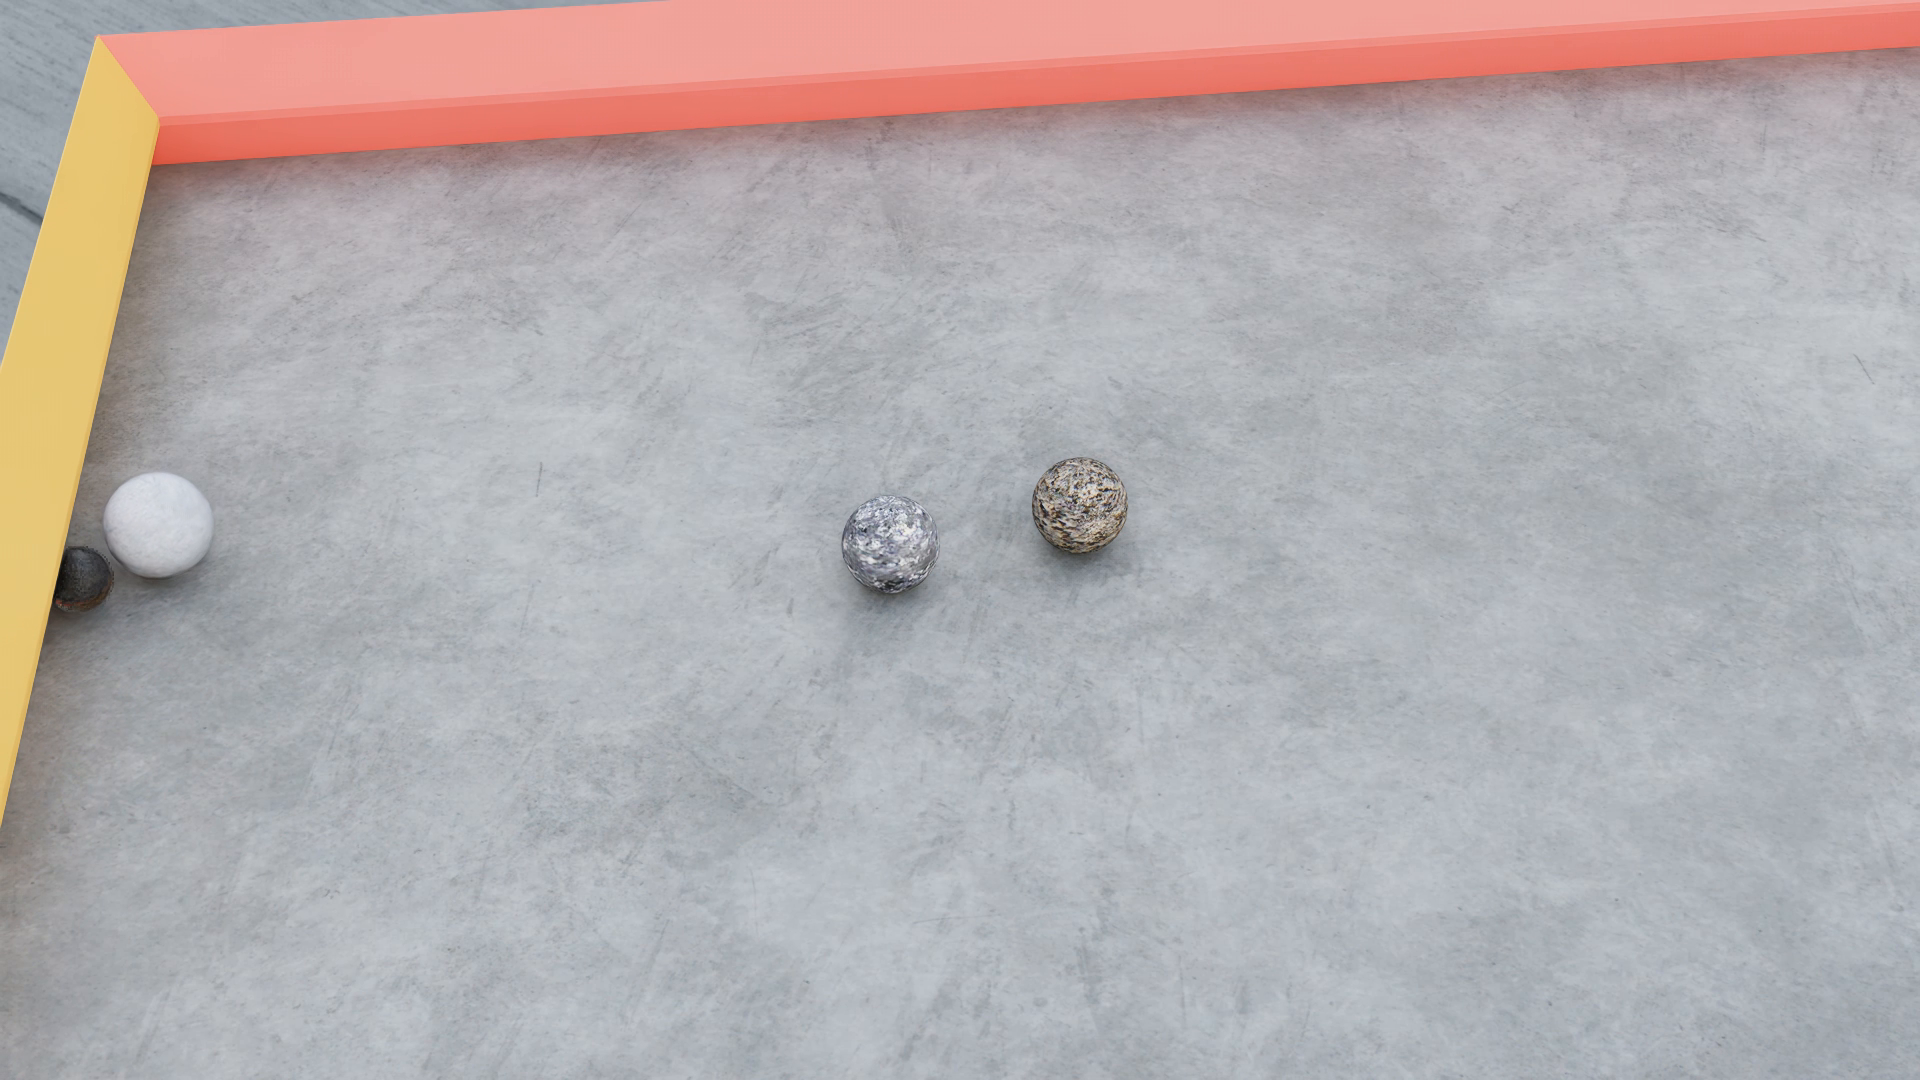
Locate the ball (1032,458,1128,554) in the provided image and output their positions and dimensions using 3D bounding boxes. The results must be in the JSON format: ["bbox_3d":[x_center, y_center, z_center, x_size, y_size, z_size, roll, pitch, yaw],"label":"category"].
[{"bbox_3d":[0.082,-0.023,1.748,0.066,0.066,0.066,0,36,0],"label":"ball"}]

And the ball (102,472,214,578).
[{"bbox_3d":[-0.538,-0.010,1.723,0.072,0.072,0.072,0,36,0],"label":"ball"}]

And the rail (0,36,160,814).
[{"bbox_3d":[-0.598,0.028,1.627,0.045,0.121,1.404,-5,36,-7],"label":"rail"}]

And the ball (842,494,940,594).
[{"bbox_3d":[-0.046,0.003,1.711,0.066,0.066,0.066,0,36,0],"label":"ball"}]

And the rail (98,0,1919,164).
[{"bbox_3d":[0.520,-0.470,2.322,2.512,0.121,0.045,-5,36,-7],"label":"rail"}]

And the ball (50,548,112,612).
[{"bbox_3d":[-0.584,0.026,1.698,0.043,0.043,0.043,0,36,0],"label":"ball"}]
